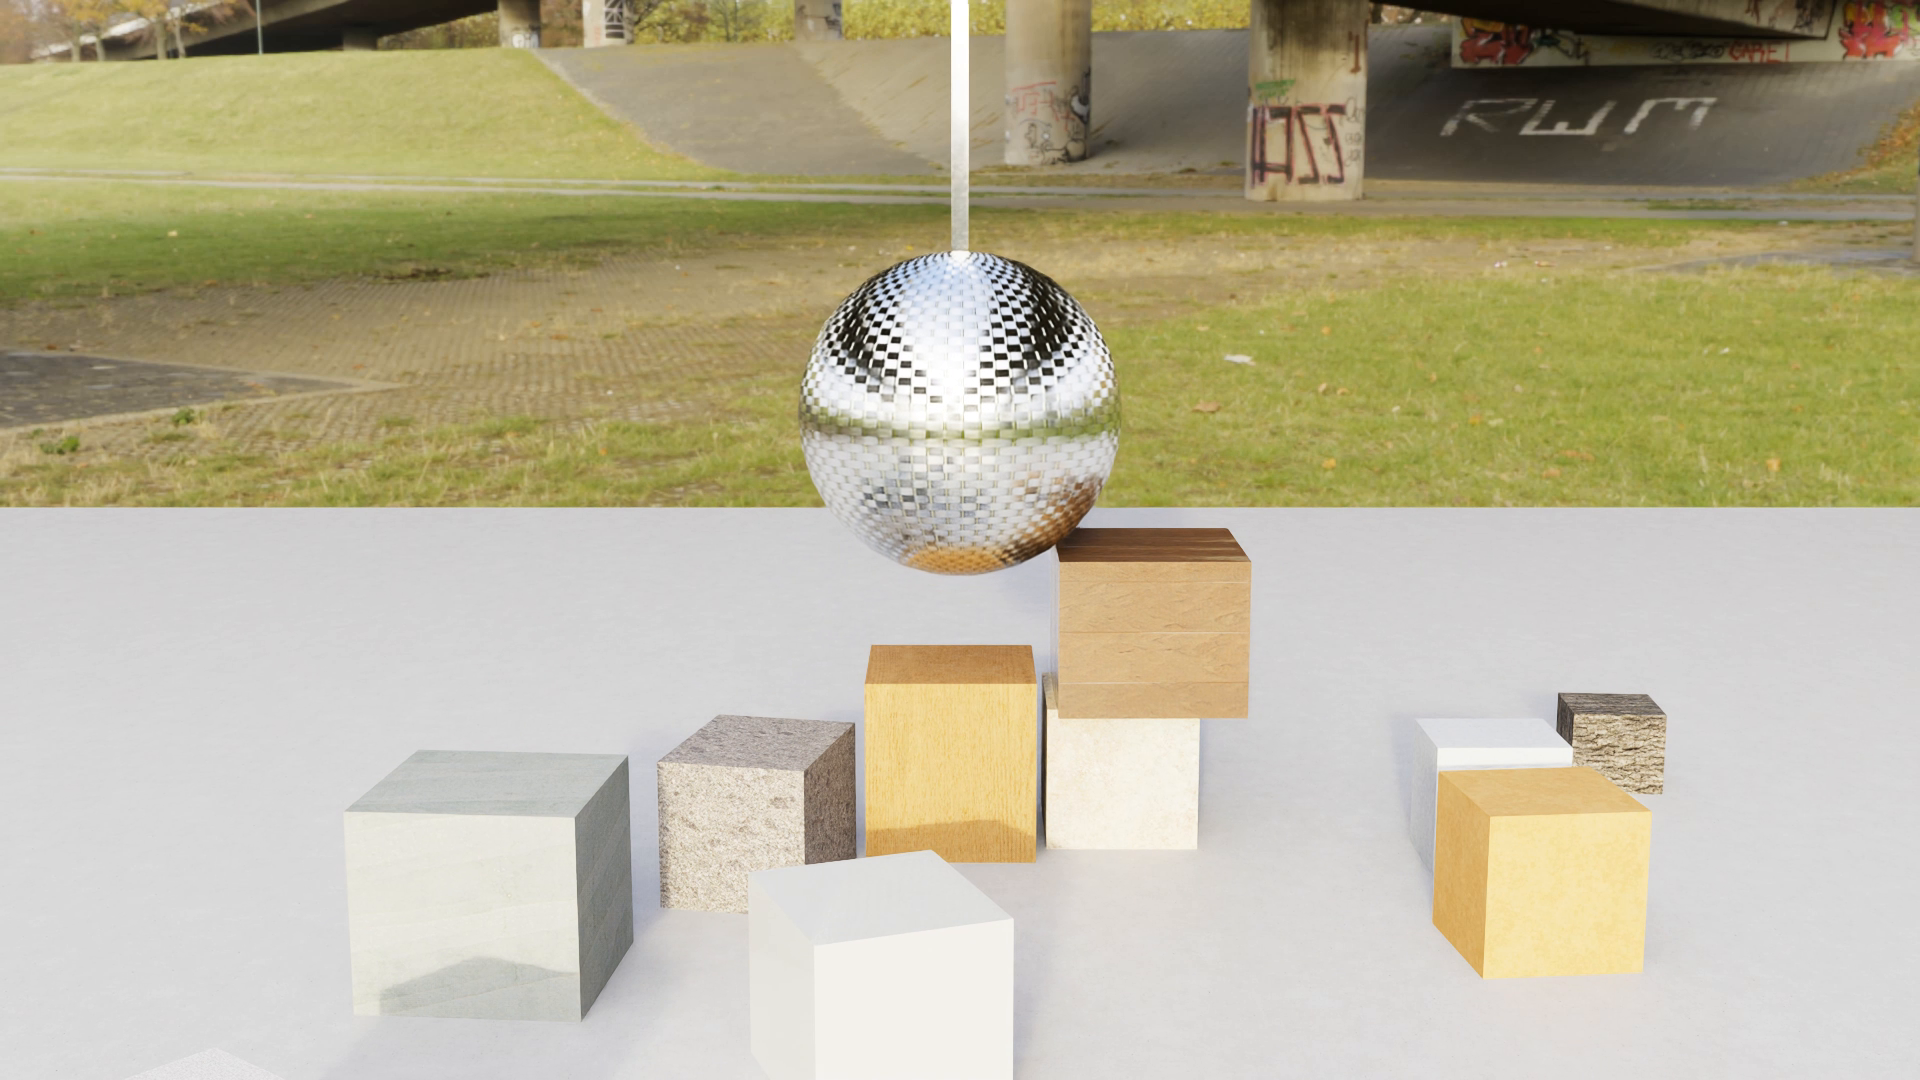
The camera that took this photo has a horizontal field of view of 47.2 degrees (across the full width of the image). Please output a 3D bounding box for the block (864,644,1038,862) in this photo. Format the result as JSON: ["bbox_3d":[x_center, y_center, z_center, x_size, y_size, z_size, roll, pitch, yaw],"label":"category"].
[{"bbox_3d":[-0.045,1.068,11.159,0.836,0.905,0.840,0,10,0],"label":"block"}]

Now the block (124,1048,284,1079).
[{"bbox_3d":[-2.180,2.028,6.109,0.809,0.823,0.811,8,13,39],"label":"block"}]

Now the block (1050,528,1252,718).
[{"bbox_3d":[0.941,0.404,11.129,0.926,0.779,0.947,0,10,0],"label":"block"}]

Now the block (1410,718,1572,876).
[{"bbox_3d":[2.605,1.261,10.829,0.644,0.644,0.545,0,10,0],"label":"block"}]

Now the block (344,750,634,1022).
[{"bbox_3d":[-1.957,1.434,9.276,0.941,0.859,0.914,1,10,5],"label":"block"}]

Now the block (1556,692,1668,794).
[{"bbox_3d":[3.592,1.121,12.163,0.494,0.443,0.465,1,10,5],"label":"block"}]

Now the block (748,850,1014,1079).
[{"bbox_3d":[-0.311,1.683,8.258,0.754,0.735,0.844,-4,11,-21],"label":"block"}]

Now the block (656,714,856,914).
[{"bbox_3d":[-0.950,1.298,10.472,0.700,0.699,0.870,2,11,13],"label":"block"}]

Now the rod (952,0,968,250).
[{"bbox_3d":[0.000,-3.988,10.355,0.080,5.200,0.080,0,8,0],"label":"rod"}]

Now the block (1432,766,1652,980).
[{"bbox_3d":[2.532,1.443,9.629,0.703,0.716,0.682,-1,10,-6],"label":"block"}]

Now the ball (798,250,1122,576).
[{"bbox_3d":[0.000,-0.622,10.835,1.600,1.600,1.600,0,10,0],"label":"ball"}]

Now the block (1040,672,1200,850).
[{"bbox_3d":[0.811,1.126,11.354,0.755,0.722,0.786,0,10,0],"label":"block"}]
